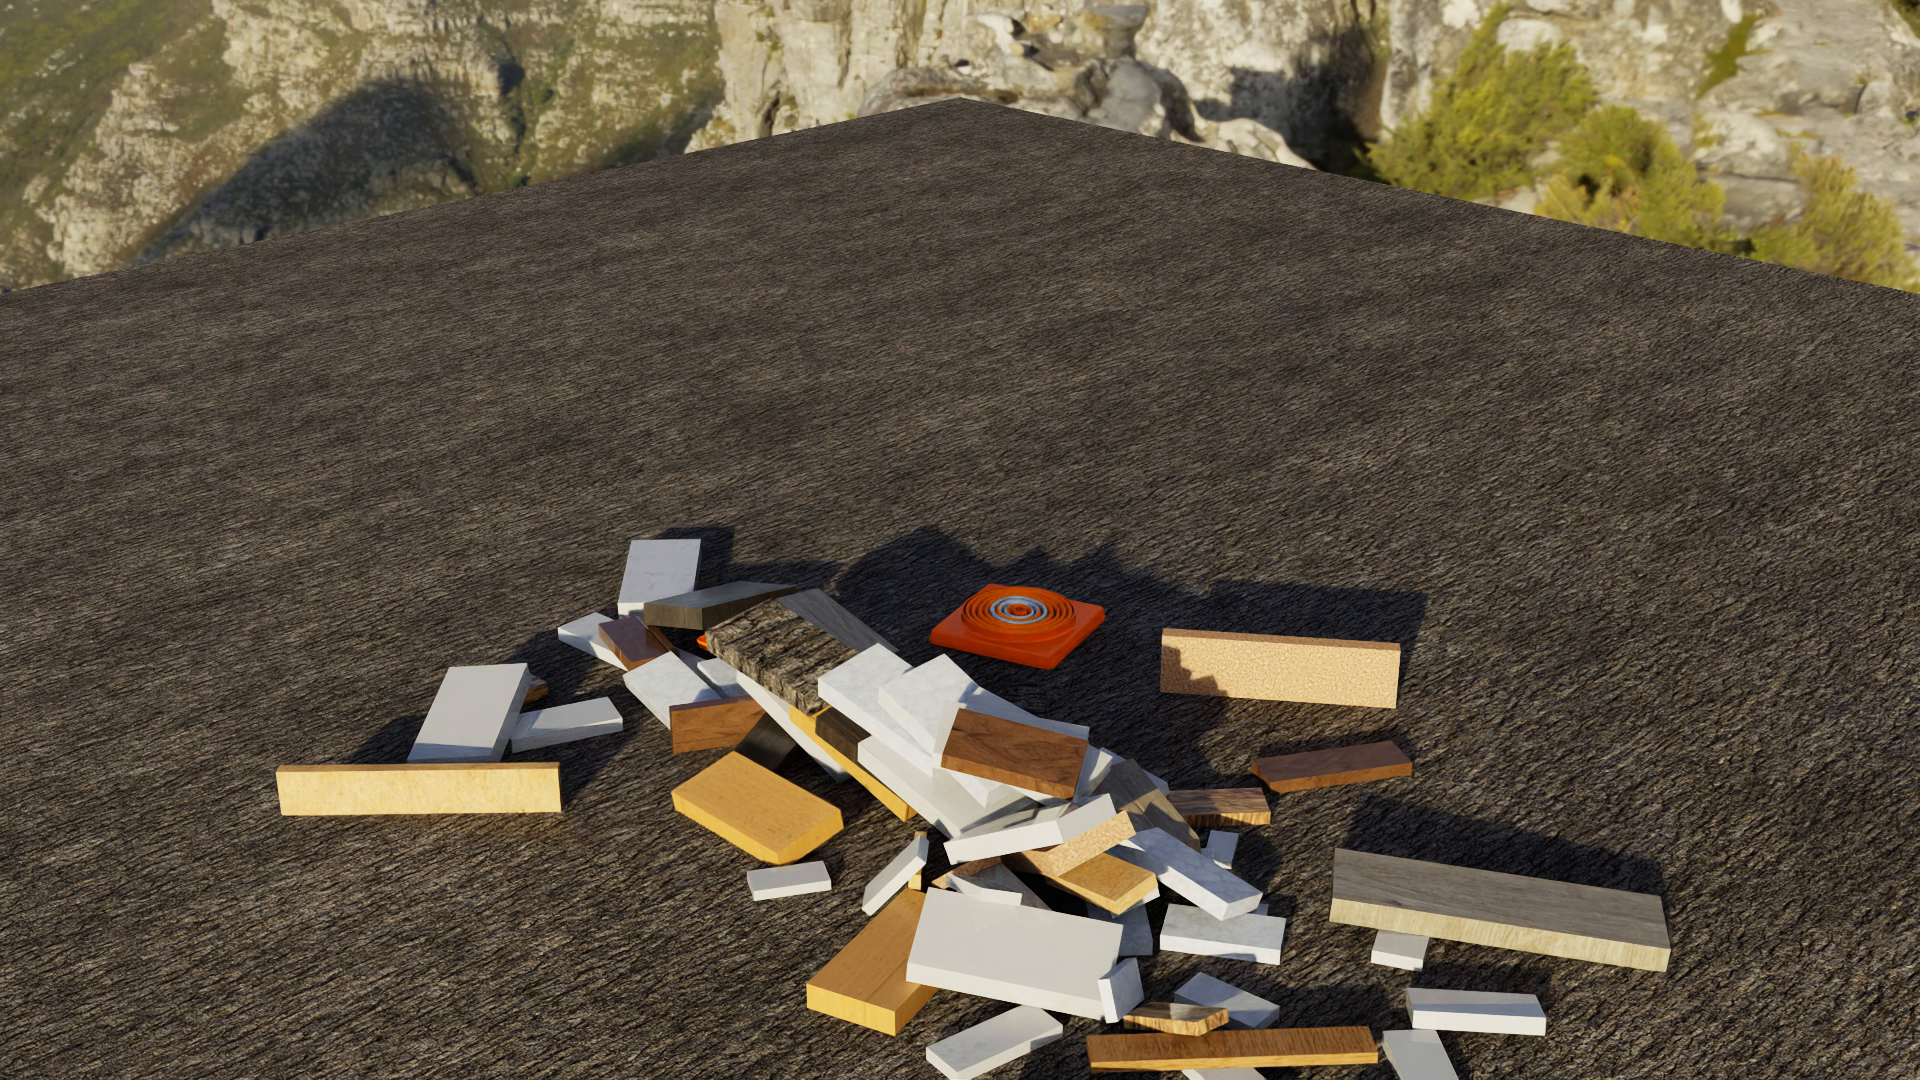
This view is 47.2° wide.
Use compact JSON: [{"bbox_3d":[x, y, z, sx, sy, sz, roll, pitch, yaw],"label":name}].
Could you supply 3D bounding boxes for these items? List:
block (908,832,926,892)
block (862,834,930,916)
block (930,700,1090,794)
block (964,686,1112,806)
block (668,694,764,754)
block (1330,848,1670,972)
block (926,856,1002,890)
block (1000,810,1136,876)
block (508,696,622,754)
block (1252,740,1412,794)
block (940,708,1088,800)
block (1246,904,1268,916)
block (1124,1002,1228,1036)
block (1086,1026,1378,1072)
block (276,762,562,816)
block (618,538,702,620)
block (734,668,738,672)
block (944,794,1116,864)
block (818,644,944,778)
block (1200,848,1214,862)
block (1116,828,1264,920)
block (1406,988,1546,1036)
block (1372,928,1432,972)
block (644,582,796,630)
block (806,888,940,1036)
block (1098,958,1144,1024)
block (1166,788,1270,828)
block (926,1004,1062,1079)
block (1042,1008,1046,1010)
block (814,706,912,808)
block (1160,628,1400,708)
[{"bbox_3d":[-0.080,0.629,4.178,0.022,0.079,0.158,2,23,3],"label":"block"},{"bbox_3d":[-0.121,0.627,4.114,0.022,0.158,0.079,40,20,-13],"label":"block"},{"bbox_3d":[0.096,0.392,4.161,0.282,0.040,0.141,11,41,2],"label":"block"},{"bbox_3d":[0.123,0.405,4.213,0.302,0.043,0.151,27,44,20],"label":"block"},{"bbox_3d":[-0.519,0.392,4.708,0.201,0.100,0.028,-7,24,-16],"label":"block"},{"bbox_3d":[0.987,0.679,4.049,0.600,0.050,0.176,8,24,8],"label":"block"},{"bbox_3d":[0.006,0.626,4.122,0.082,0.023,0.164,-18,-12,-31],"label":"block"},{"bbox_3d":[0.181,0.563,4.130,0.172,0.049,0.344,-25,3,-20],"label":"block"},{"bbox_3d":[-0.867,0.400,4.777,0.244,0.031,0.111,-10,25,-23],"label":"block"},{"bbox_3d":[0.778,0.475,4.604,0.319,0.028,0.100,-6,24,-14],"label":"block"},{"bbox_3d":[0.102,0.398,4.095,0.252,0.036,0.126,14,42,7],"label":"block"},{"bbox_3d":[0.517,0.695,4.103,0.111,0.016,0.055,5,23,11],"label":"block"},{"bbox_3d":[0.365,0.812,3.732,0.164,0.023,0.082,-6,3,45],"label":"block"},{"bbox_3d":[0.452,0.849,3.668,0.477,0.021,0.074,-1,23,-3],"label":"block"},{"bbox_3d":[-1.091,0.503,4.448,0.563,0.099,0.028,-1,23,-1],"label":"block"},{"bbox_3d":[-0.743,0.098,5.467,0.176,0.050,0.388,-1,23,-3],"label":"block"},{"bbox_3d":[-0.410,0.306,4.871,0.111,0.031,0.221,-12,34,-31],"label":"block"},{"bbox_3d":[0.127,0.531,4.037,0.151,0.043,0.302,-19,0,-45],"label":"block"},{"bbox_3d":[-0.112,0.338,4.416,0.166,0.047,0.332,-30,47,-35],"label":"block"},{"bbox_3d":[0.452,0.633,4.223,0.055,0.016,0.118,-4,26,19],"label":"block"},{"bbox_3d":[0.427,0.621,4.104,0.252,0.036,0.126,30,19,33],"label":"block"},{"bbox_3d":[0.885,0.810,3.779,0.221,0.031,0.110,2,9,5],"label":"block"},{"bbox_3d":[0.814,0.722,4.025,0.091,0.026,0.182,8,24,18],"label":"block"},{"bbox_3d":[-0.565,0.153,5.210,0.176,0.050,0.353,4,10,33],"label":"block"},{"bbox_3d":[-0.106,0.749,3.932,0.176,0.050,0.352,12,26,26],"label":"block"},{"bbox_3d":[0.278,0.774,3.786,0.021,0.074,0.148,-12,-1,23],"label":"block"},{"bbox_3d":[0.520,0.541,4.449,0.198,0.028,0.099,-2,23,-4],"label":"block"},{"bbox_3d":[0.059,0.850,3.725,0.224,0.025,0.088,-16,28,-33],"label":"block"},{"bbox_3d":[0.150,0.745,3.892,0.091,0.026,0.182,-10,44,-16],"label":"block"},{"bbox_3d":[-0.071,0.454,4.436,0.456,0.049,0.172,34,47,28],"label":"block"},{"bbox_3d":[0.712,0.286,4.907,0.522,0.141,0.040,3,23,8],"label":"block"}]
